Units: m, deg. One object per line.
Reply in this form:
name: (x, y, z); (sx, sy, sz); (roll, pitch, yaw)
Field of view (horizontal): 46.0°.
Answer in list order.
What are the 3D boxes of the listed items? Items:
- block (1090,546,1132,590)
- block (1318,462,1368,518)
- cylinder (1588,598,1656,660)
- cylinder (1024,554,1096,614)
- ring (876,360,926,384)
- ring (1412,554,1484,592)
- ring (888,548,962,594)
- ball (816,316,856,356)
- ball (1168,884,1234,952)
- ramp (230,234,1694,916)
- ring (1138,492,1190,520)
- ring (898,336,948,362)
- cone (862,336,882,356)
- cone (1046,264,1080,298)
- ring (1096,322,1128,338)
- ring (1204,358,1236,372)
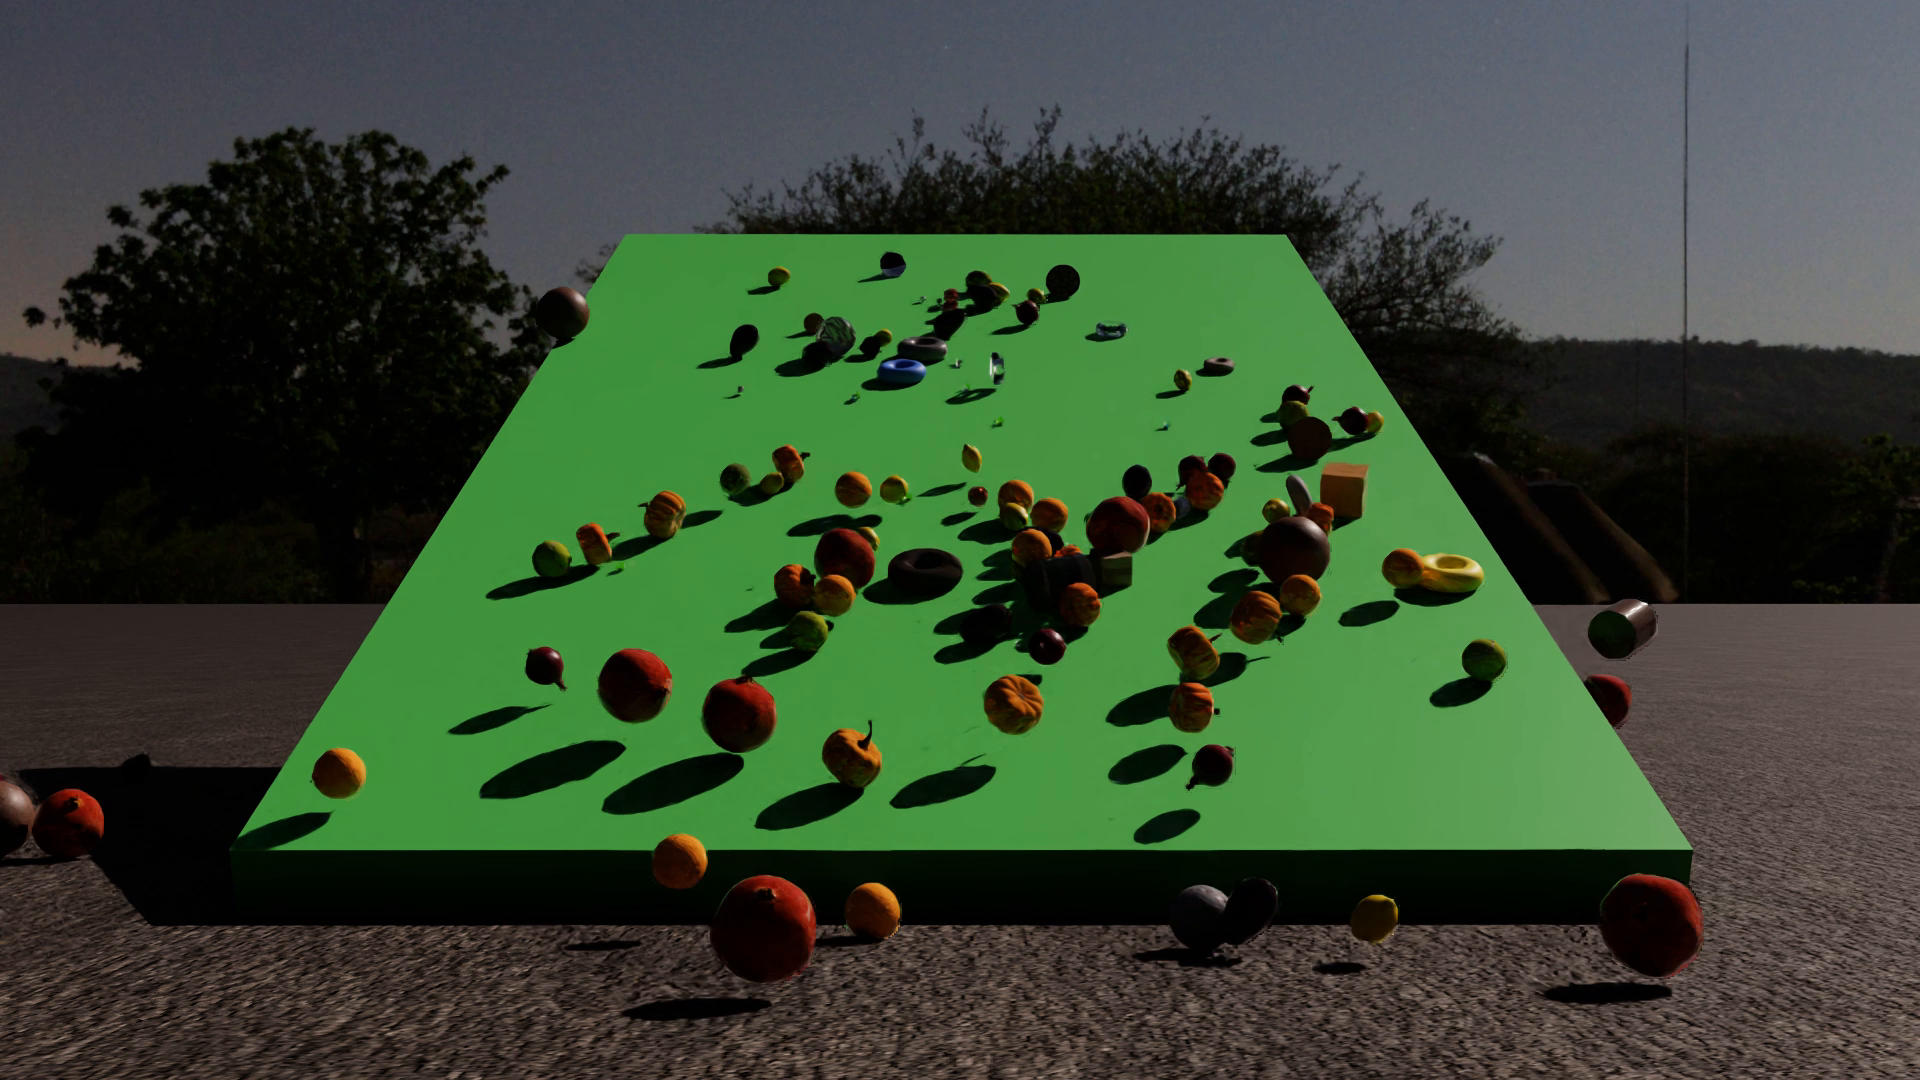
block: (0.270, 0.049, 4.050); (0.057, 0.057, 0.057); (-6, 21, -17)
block: (0.751, -0.098, 4.427); (0.082, 0.082, 0.082); (6, 20, 15)
cylinder: (1.163, 0.155, 3.974); (0.088, 0.088, 0.088); (-1, 13, 41)
cylinder: (0.173, 0.075, 3.924); (0.091, 0.091, 0.091); (-9, 3, -27)
ring: (-0.138, -0.395, 5.317); (0.116, 0.039, 0.116); (-1, 20, 0)
ring: (0.872, 0.060, 4.048); (0.127, 0.042, 0.127); (1, 19, 0)
ring: (-0.062, 0.055, 4.050); (0.135, 0.045, 0.135); (0, 24, 0)
ball: (-0.302, -0.496, 5.511); (0.096, 0.096, 0.096); (0, -1, 0)
ball: (0.300, 0.468, 2.803); (0.081, 0.081, 0.081); (0, -1, 0)
ramp: (-0.005, -0.204, 4.990); (2.000, 0.100, 4.000); (0, 20, 0)
ring: (0.398, -0.066, 4.404); (0.105, 0.035, 0.105); (-3, 17, 1)
ring: (-0.090, -0.464, 5.506); (0.126, 0.042, 0.126); (1, 19, 0)
cone: (-0.206, -0.468, 5.541); (0.053, 0.053, 0.053); (-1, -10, 28)
cone: (0.281, -0.692, 6.143); (0.092, 0.092, 0.092); (0, -7, 4)
ring: (0.383, -0.533, 5.719); (0.083, 0.028, 0.083); (1, 19, 0)
ring: (0.620, -0.418, 5.403); (0.075, 0.025, 0.075); (-1, 20, 0)
